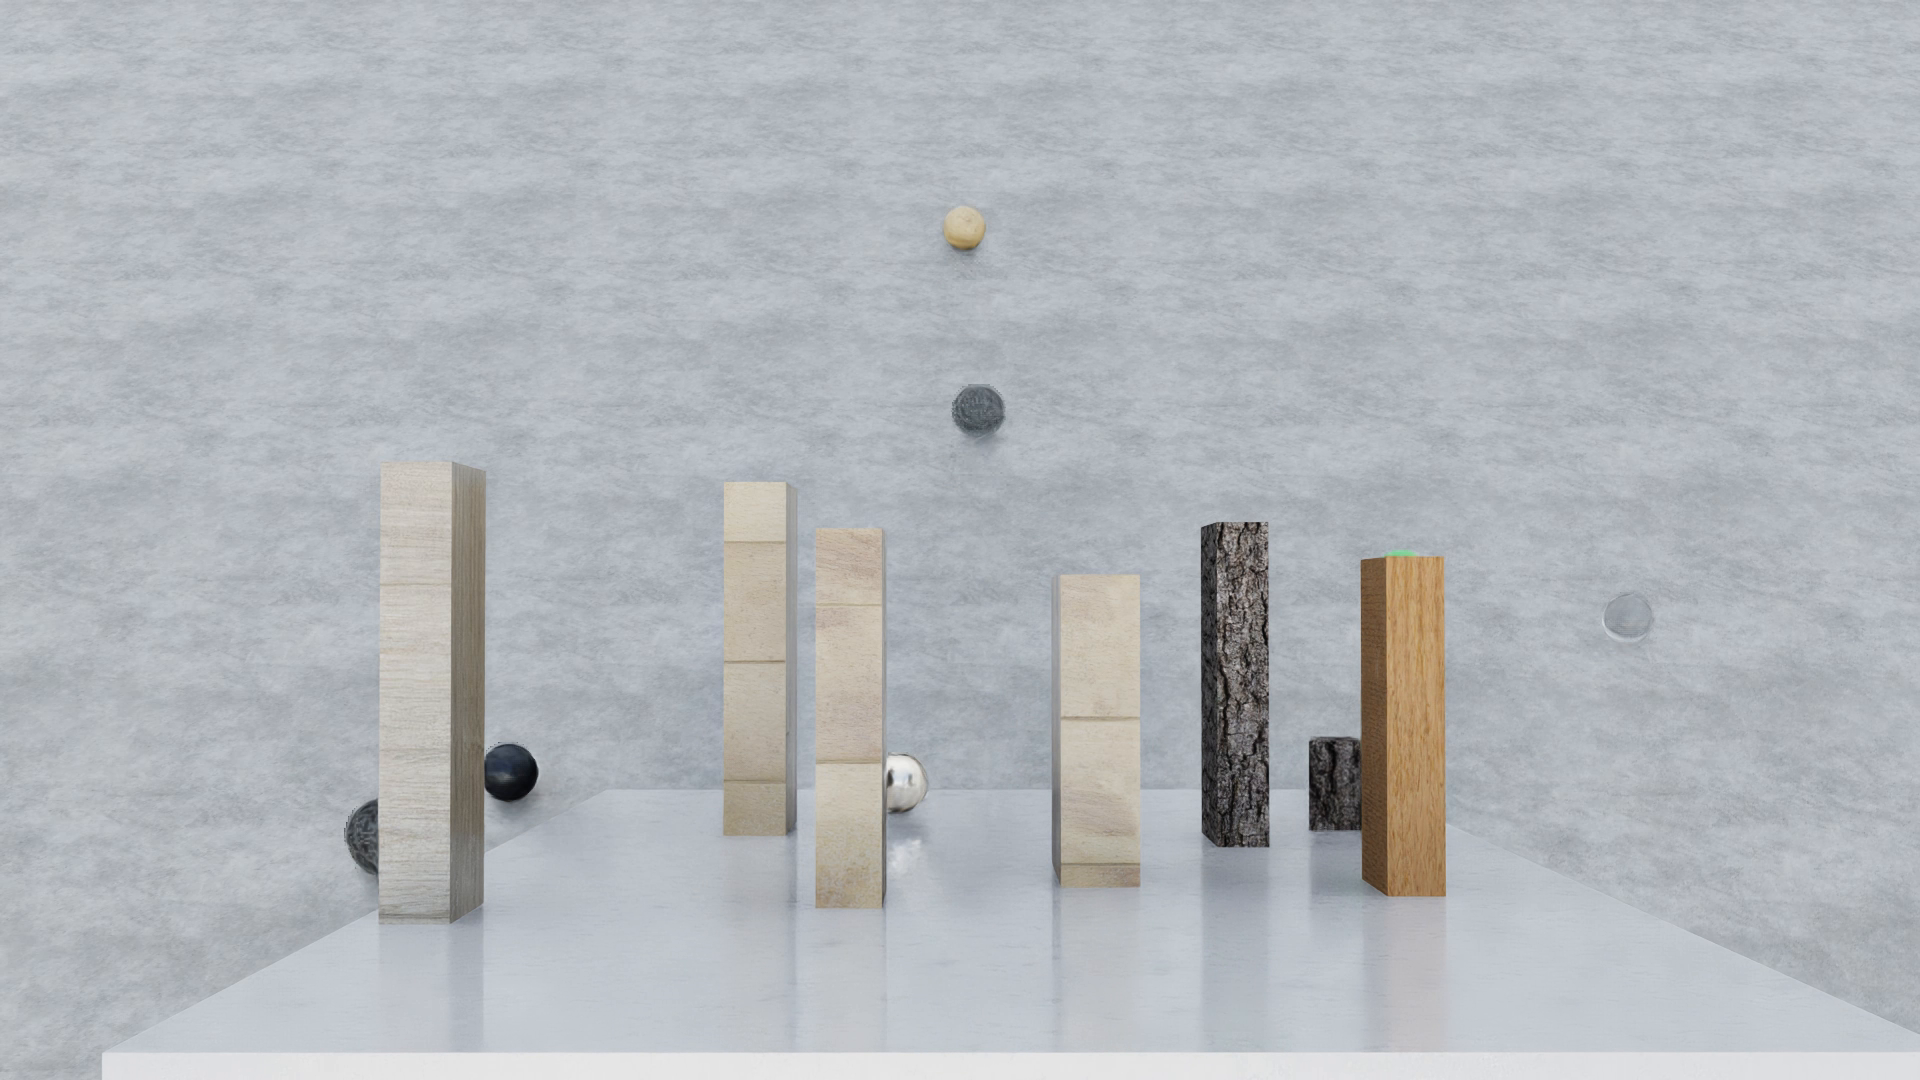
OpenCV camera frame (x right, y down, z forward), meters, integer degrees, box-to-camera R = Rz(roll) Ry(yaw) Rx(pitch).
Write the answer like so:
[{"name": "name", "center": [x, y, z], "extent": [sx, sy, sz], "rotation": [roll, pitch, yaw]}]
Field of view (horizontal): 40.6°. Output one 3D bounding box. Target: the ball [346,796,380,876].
[{"name": "ball", "center": [-1.455, 0.754, 6.607], "extent": [0.207, 0.207, 0.207], "rotation": [0, 34, 0]}]

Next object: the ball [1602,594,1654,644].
[{"name": "ball", "center": [1.916, 0.227, 7.444], "extent": [0.142, 0.142, 0.142], "rotation": [0, 34, 0]}]

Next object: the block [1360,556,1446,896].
[{"name": "block", "center": [0.756, 0.312, 4.440], "extent": [0.096, 0.562, 0.276], "rotation": [0, -1, 0]}]

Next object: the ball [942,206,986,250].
[{"name": "ball", "center": [0.015, -1.136, 9.449], "extent": [0.158, 0.158, 0.158], "rotation": [0, 34, 0]}]

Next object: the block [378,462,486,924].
[{"name": "block", "center": [-0.825, 0.234, 4.070], "extent": [0.107, 0.700, 0.283], "rotation": [0, -1, 0]}]

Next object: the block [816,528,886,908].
[{"name": "block", "center": [-0.177, 0.287, 4.267], "extent": [0.105, 0.604, 0.272], "rotation": [0, -1, 0]}]

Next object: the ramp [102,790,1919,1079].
[{"name": "ramp", "center": [0.075, 0.653, 4.794], "extent": [2.000, 0.100, 4.000], "rotation": [0, -1, 0]}]

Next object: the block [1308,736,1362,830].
[{"name": "block", "center": [0.857, 0.529, 5.643], "extent": [0.190, 0.190, 0.190], "rotation": [0, -1, 9]}]

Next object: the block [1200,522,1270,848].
[{"name": "block", "center": [0.565, 0.292, 5.351], "extent": [0.103, 0.648, 0.347], "rotation": [0, -1, 0]}]

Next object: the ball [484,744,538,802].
[{"name": "ball", "center": [-1.193, 0.615, 6.861], "extent": [0.152, 0.152, 0.152], "rotation": [0, 34, 0]}]

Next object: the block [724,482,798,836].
[{"name": "block", "center": [-0.430, 0.253, 5.631], "extent": [0.130, 0.741, 0.390], "rotation": [0, -1, 0]}]

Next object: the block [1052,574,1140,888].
[{"name": "block", "center": [0.240, 0.332, 4.663], "extent": [0.136, 0.534, 0.444], "rotation": [0, -1, 0]}]

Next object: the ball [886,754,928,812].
[{"name": "ball", "center": [-0.142, 0.565, 6.042], "extent": [0.138, 0.138, 0.138], "rotation": [0, 34, 0]}]

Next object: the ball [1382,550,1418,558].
[{"name": "ball", "center": [1.292, 0.110, 7.598], "extent": [0.164, 0.164, 0.164], "rotation": [0, 34, 0]}]

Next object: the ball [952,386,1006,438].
[{"name": "ball", "center": [0.060, -0.415, 8.370], "extent": [0.169, 0.169, 0.169], "rotation": [0, 34, 0]}]
